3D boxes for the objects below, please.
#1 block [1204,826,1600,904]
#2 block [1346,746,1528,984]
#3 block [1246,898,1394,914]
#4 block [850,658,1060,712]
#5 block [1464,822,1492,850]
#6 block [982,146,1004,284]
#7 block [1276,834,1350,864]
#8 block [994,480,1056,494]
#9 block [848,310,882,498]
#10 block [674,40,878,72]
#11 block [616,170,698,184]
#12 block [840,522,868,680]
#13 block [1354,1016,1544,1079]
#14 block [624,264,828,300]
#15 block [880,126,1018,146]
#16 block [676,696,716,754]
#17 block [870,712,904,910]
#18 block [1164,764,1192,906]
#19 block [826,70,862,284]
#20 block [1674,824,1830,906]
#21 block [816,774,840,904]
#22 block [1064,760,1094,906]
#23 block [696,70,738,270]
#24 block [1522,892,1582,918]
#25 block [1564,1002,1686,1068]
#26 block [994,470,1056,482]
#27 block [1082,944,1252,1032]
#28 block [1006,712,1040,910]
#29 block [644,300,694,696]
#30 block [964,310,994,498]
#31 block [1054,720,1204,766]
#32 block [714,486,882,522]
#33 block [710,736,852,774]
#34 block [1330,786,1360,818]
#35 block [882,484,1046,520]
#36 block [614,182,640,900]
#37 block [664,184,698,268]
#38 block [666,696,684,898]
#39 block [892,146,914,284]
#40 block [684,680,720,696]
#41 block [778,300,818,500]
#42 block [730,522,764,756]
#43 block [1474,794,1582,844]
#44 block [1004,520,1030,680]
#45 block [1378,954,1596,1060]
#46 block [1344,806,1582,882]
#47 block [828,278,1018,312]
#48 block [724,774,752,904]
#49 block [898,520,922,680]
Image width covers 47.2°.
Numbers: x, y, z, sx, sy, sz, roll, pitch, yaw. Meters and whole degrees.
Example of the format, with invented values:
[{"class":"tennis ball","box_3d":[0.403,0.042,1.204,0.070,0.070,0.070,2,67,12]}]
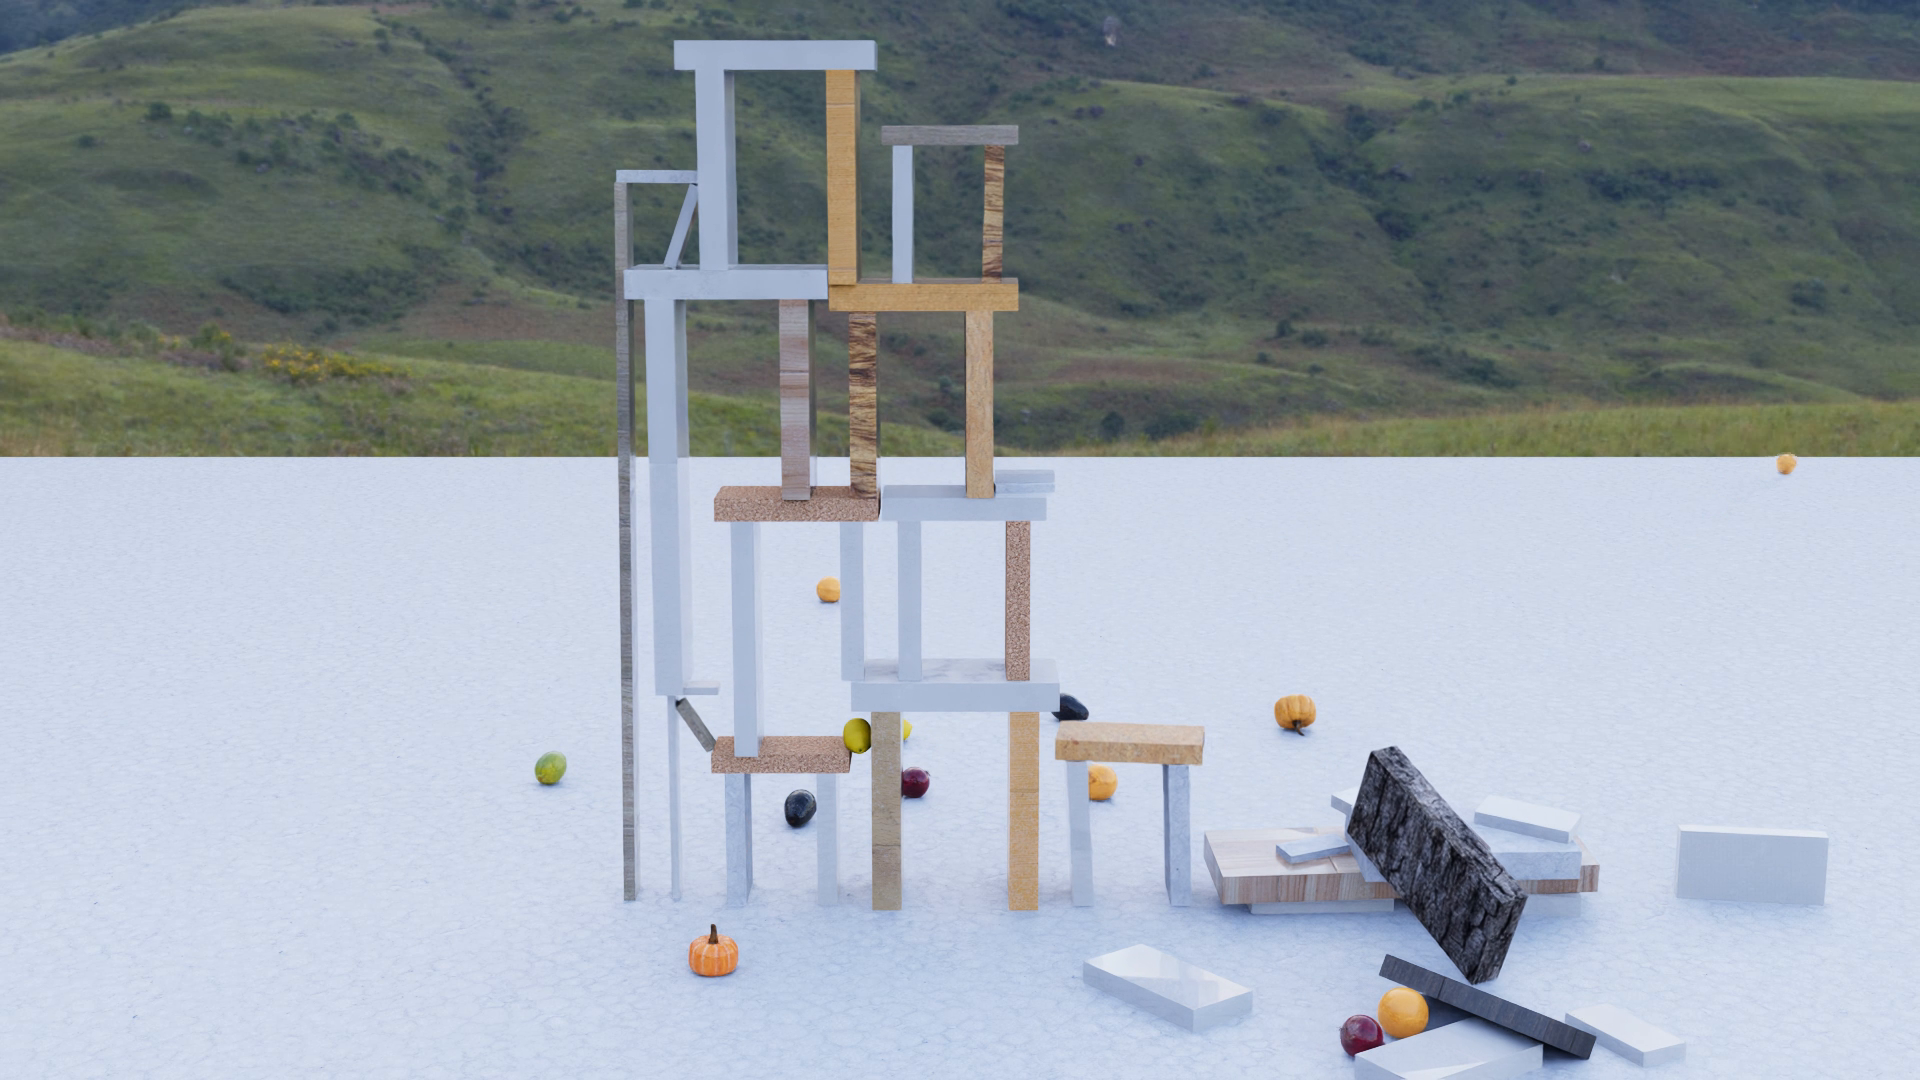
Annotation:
[{"class":"block","box_3d":[0.723,0.529,3.630,0.617,0.049,0.172,-1,18,-4]},{"class":"block","box_3d":[0.722,0.492,3.357,0.049,0.172,0.344,-10,39,-24]},{"class":"block","box_3d":[0.587,0.580,3.634,0.233,0.033,0.117,-1,11,-3]},{"class":"block","box_3d":[-0.008,0.237,3.607,0.335,0.047,0.167,0,11,0]},{"class":"block","box_3d":[0.771,0.463,3.518,0.077,0.022,0.155,-6,31,-24]},{"class":"block","box_3d":[0.053,-0.514,3.461,0.030,0.211,0.106,1,11,1]},{"class":"block","box_3d":[0.578,0.505,3.604,0.111,0.014,0.048,-7,19,-22]},{"class":"block","box_3d":[0.103,-0.086,3.549,0.096,0.014,0.048,-1,11,-6]},{"class":"block","box_3d":[-0.152,-0.224,3.521,0.042,0.296,0.148,0,11,1]},{"class":"block","box_3d":[-0.283,-0.751,3.418,0.304,0.043,0.152,0,11,0]},{"class":"block","box_3d":[-0.470,-0.572,3.462,0.133,0.019,0.067,1,11,-1]},{"class":"block","box_3d":[-0.172,0.087,3.573,0.037,0.260,0.130,0,11,0]},{"class":"block","box_3d":[0.661,0.703,2.969,0.236,0.033,0.118,-7,13,-33]},{"class":"block","box_3d":[-0.363,-0.410,3.485,0.315,0.045,0.157,0,11,0]},{"class":"block","box_3d":[-0.015,-0.633,3.440,0.211,0.030,0.106,0,11,2]},{"class":"block","box_3d":[-0.434,0.304,3.614,0.013,0.092,0.046,-33,9,6]},{"class":"block","box_3d":[-0.119,0.425,3.641,0.047,0.335,0.167,0,11,0]},{"class":"block","box_3d":[0.360,0.472,3.644,0.034,0.239,0.120,-2,10,1]},{"class":"block","box_3d":[-0.181,-0.570,3.452,0.043,0.326,0.152,0,11,1]},{"class":"block","box_3d":[1.307,0.537,3.635,0.233,0.117,0.033,2,11,9]},{"class":"block","box_3d":[-0.218,0.480,3.650,0.032,0.224,0.112,0,11,0]},{"class":"block","box_3d":[0.197,0.472,3.644,0.034,0.239,0.120,-3,10,1]},{"class":"block","box_3d":[-0.381,-0.580,3.449,0.043,0.304,0.152,0,11,0]},{"class":"block","box_3d":[0.895,0.581,3.628,0.236,0.033,0.117,2,11,8]},{"class":"block","box_3d":[0.928,0.690,3.070,0.077,0.022,0.155,-5,12,-26]},{"class":"block","box_3d":[0.105,-0.104,3.568,0.096,0.014,0.048,0,11,-1]},{"class":"block","box_3d":[0.303,0.655,3.228,0.118,0.033,0.236,-8,13,-37]},{"class":"block","box_3d":[0.104,0.425,3.641,0.047,0.335,0.167,0,11,0]},{"class":"block","box_3d":[-0.467,-0.076,3.547,0.045,0.634,0.157,0,11,0]},{"class":"block","box_3d":[0.030,-0.225,3.521,0.042,0.295,0.148,-1,11,-1]},{"class":"block","box_3d":[0.281,0.335,3.632,0.239,0.034,0.120,2,11,7]},{"class":"block","box_3d":[-0.260,-0.059,3.546,0.260,0.037,0.130,0,11,0]},{"class":"block","box_3d":[-0.292,0.354,3.627,0.224,0.032,0.112,0,11,0]},{"class":"block","box_3d":[0.693,0.446,3.613,0.079,0.022,0.158,-12,21,-32]},{"class":"block","box_3d":[0.007,-0.060,3.547,0.261,0.037,0.131,0,11,0]},{"class":"block","box_3d":[-0.537,0.014,3.561,0.019,1.172,0.067,1,11,0]},{"class":"block","box_3d":[-0.433,-0.496,3.466,0.019,0.133,0.067,19,10,-3]},{"class":"block","box_3d":[-0.471,0.420,3.635,0.013,0.348,0.046,0,11,0]},{"class":"block","box_3d":[-0.089,-0.514,3.464,0.030,0.212,0.106,1,11,1]},{"class":"block","box_3d":[-0.440,0.242,3.602,0.092,0.013,0.046,0,11,0]},{"class":"block","box_3d":[-0.258,-0.233,3.518,0.045,0.315,0.158,0,11,1]},{"class":"block","box_3d":[-0.346,0.149,3.585,0.037,0.386,0.130,0,11,0]},{"class":"block","box_3d":[0.926,0.455,3.587,0.155,0.022,0.077,10,21,28]},{"class":"block","box_3d":[0.093,0.086,3.574,0.037,0.261,0.131,0,11,0]},{"class":"block","box_3d":[0.738,0.654,3.093,0.118,0.033,0.291,27,-8,-37]},{"class":"block","box_3d":[0.815,0.493,3.582,0.344,0.049,0.172,-1,18,-2]},{"class":"block","box_3d":[-0.056,-0.391,3.492,0.295,0.042,0.148,0,11,1]},{"class":"block","box_3d":[-0.367,0.480,3.650,0.032,0.224,0.112,0,11,0]},{"class":"block","box_3d":[-0.081,0.086,3.574,0.037,0.261,0.131,0,11,0]}]
